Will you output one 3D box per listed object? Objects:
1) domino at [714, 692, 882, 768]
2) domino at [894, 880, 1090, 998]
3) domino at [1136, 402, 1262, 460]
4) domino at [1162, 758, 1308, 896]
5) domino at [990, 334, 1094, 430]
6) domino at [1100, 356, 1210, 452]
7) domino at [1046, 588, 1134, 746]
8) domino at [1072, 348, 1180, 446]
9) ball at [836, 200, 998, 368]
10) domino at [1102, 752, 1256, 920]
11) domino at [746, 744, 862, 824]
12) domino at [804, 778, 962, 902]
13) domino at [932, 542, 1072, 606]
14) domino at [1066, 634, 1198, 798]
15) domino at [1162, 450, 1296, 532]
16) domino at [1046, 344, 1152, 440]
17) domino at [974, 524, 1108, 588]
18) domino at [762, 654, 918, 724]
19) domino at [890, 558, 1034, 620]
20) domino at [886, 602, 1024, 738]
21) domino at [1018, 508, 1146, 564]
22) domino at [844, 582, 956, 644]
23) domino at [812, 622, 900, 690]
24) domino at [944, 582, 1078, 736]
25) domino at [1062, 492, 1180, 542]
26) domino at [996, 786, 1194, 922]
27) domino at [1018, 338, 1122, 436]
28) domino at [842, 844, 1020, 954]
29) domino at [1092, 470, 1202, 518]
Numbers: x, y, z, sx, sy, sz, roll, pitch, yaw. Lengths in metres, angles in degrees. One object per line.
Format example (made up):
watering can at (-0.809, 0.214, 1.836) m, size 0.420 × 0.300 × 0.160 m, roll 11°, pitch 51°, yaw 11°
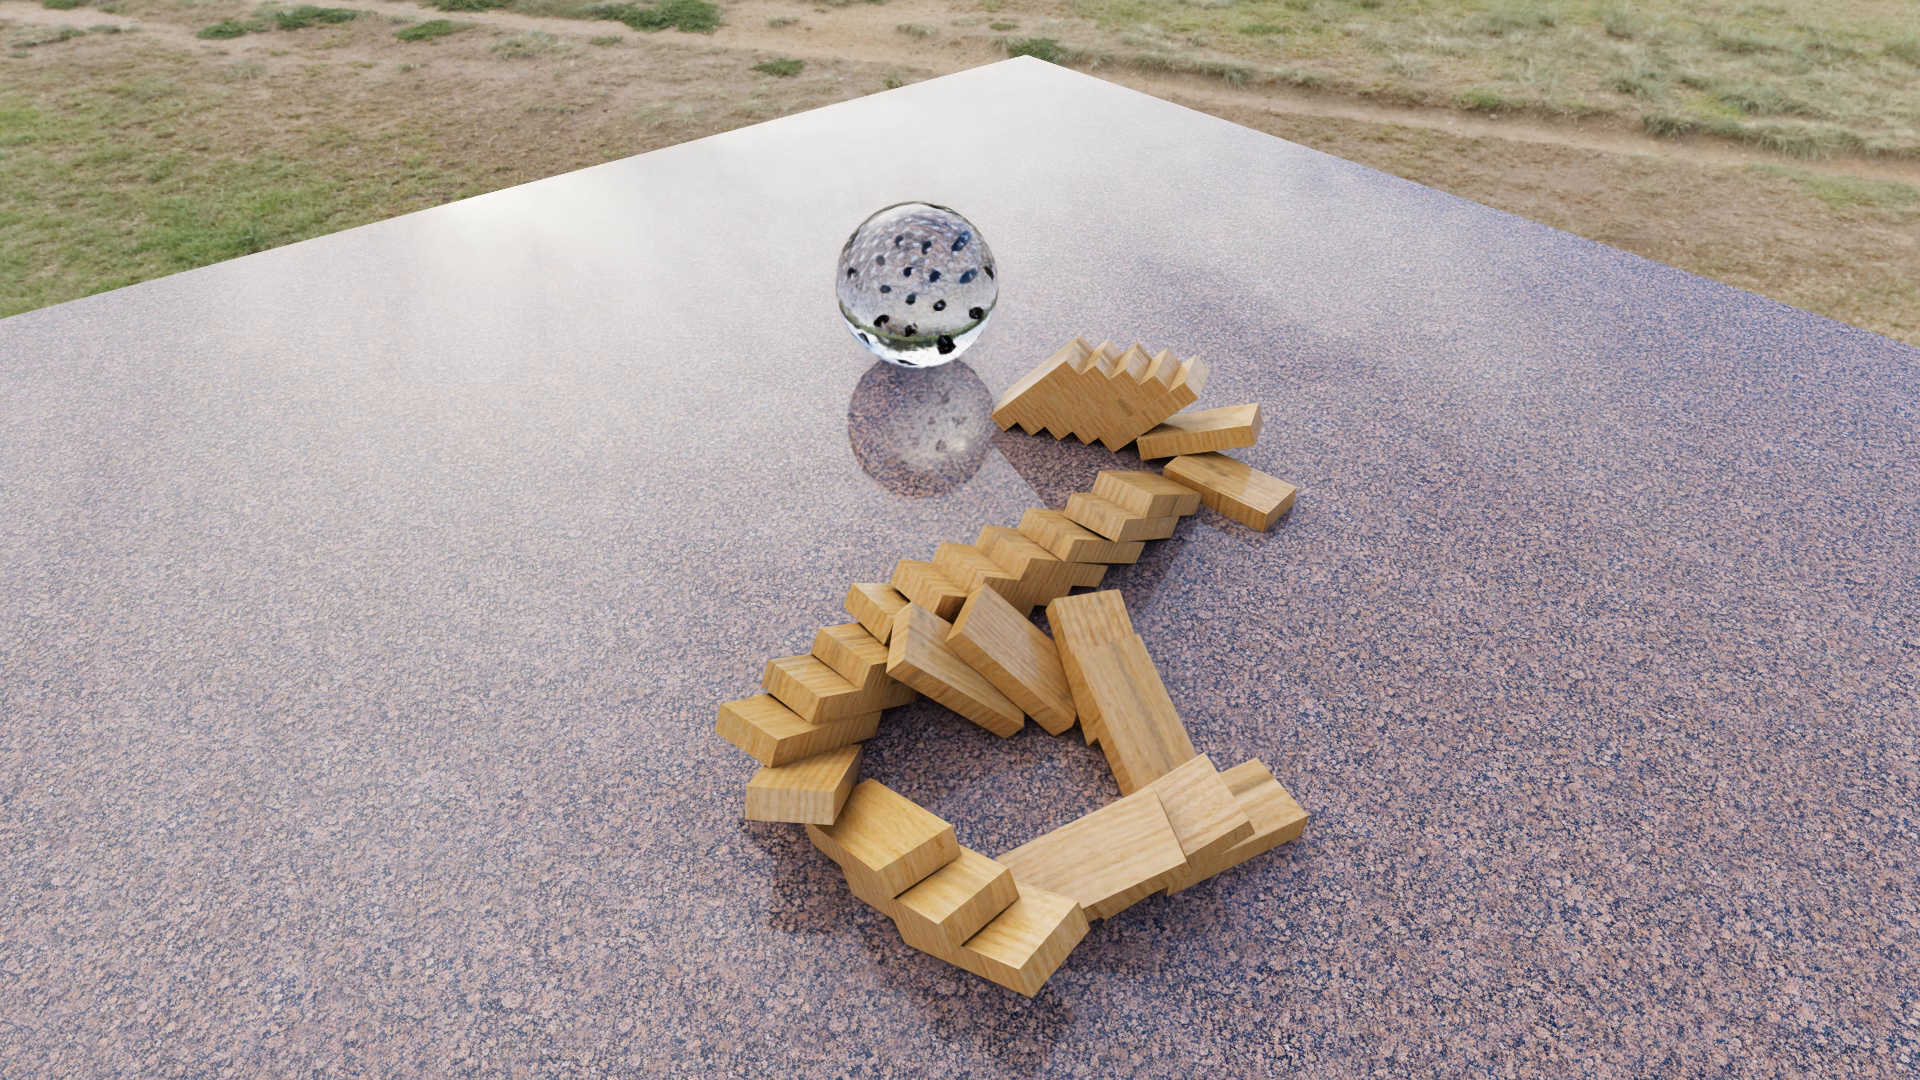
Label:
domino at (-0.051, 0.058, 0.353) m, size 0.025 × 0.010 × 0.050 m, roll 24°, pitch 15°, yaw 31°
domino at (0.008, 0.104, 0.299) m, size 0.050 × 0.010 × 0.025 m, roll 0°, pitch 29°, yaw 48°
domino at (0.106, -0.048, 0.486) m, size 0.050 × 0.010 × 0.025 m, roll -6°, pitch 26°, yaw 26°
domino at (0.078, 0.087, 0.337) m, size 0.050 × 0.009 × 0.025 m, roll -17°, pitch 42°, yaw -20°
domino at (0.038, -0.072, 0.505) m, size 0.009 × 0.050 × 0.025 m, roll 45°, pitch 41°, yaw -14°
domino at (0.086, -0.060, 0.491) m, size 0.009 × 0.050 × 0.025 m, roll 45°, pitch 42°, yaw -13°
domino at (0.049, 0.043, 0.374) m, size 0.025 × 0.010 × 0.050 m, roll -7°, pitch 64°, yaw -18°
domino at (0.075, -0.064, 0.495) m, size 0.009 × 0.050 × 0.025 m, roll 45°, pitch 42°, yaw -13°
ball at (-0.021, -0.125, 0.540) m, size 0.080 × 0.080 × 0.080 m, roll 0°, pitch 39°, yaw 0°
domino at (0.057, 0.086, 0.321) m, size 0.050 × 0.009 × 0.025 m, roll -31°, pitch 46°, yaw 2°
domino at (-0.046, 0.073, 0.333) m, size 0.025 × 0.010 × 0.050 m, roll 3°, pitch 5°, yaw 4°
domino at (-0.024, 0.086, 0.321) m, size 0.025 × 0.009 × 0.050 m, roll -25°, pitch 17°, yaw -27°
domino at (0.016, 0.013, 0.406) m, size 0.050 × 0.010 × 0.025 m, roll 8°, pitch 23°, yaw -47°
domino at (0.056, 0.058, 0.356) m, size 0.025 × 0.009 × 0.050 m, roll -14°, pitch 66°, yaw -21°
domino at (0.115, -0.023, 0.472) m, size 0.050 × 0.010 × 0.025 m, roll 30°, pitch 48°, yaw 31°
domino at (0.062, -0.067, 0.499) m, size 0.009 × 0.050 × 0.025 m, roll 45°, pitch 41°, yaw -14°
domino at (0.031, 0.006, 0.416) m, size 0.050 × 0.009 × 0.025 m, roll 7°, pitch 24°, yaw -49°
domino at (-0.039, 0.047, 0.367) m, size 0.025 × 0.009 × 0.050 m, roll 29°, pitch 18°, yaw 33°
domino at (0.002, 0.019, 0.399) m, size 0.050 × 0.010 × 0.025 m, roll 8°, pitch 23°, yaw -47°
domino at (0.000, 0.043, 0.365) m, size 0.050 × 0.010 × 0.025 m, roll 32°, pitch 39°, yaw -24°
domino at (0.048, -0.001, 0.426) m, size 0.025 × 0.009 × 0.050 m, roll 35°, pitch 20°, yaw 35°
domino at (-0.014, 0.026, 0.392) m, size 0.050 × 0.009 × 0.025 m, roll 4°, pitch 26°, yaw -46°
domino at (-0.024, 0.038, 0.379) m, size 0.025 × 0.009 × 0.050 m, roll 31°, pitch 19°, yaw 32°
domino at (0.020, 0.040, 0.371) m, size 0.050 × 0.009 × 0.025 m, roll 41°, pitch 42°, yaw -11°
domino at (0.065, -0.009, 0.437) m, size 0.025 × 0.010 × 0.050 m, roll 28°, pitch 18°, yaw 30°
domino at (0.038, 0.093, 0.313) m, size 0.050 × 0.010 × 0.025 m, roll -27°, pitch 46°, yaw 6°
domino at (0.050, -0.069, 0.501) m, size 0.010 × 0.050 × 0.025 m, roll 45°, pitch 41°, yaw -14°
domino at (-0.009, 0.096, 0.308) m, size 0.025 × 0.010 × 0.050 m, roll -30°, pitch 19°, yaw -31°
domino at (0.077, -0.019, 0.448) m, size 0.025 × 0.010 × 0.050 m, roll 28°, pitch 17°, yaw 30°
